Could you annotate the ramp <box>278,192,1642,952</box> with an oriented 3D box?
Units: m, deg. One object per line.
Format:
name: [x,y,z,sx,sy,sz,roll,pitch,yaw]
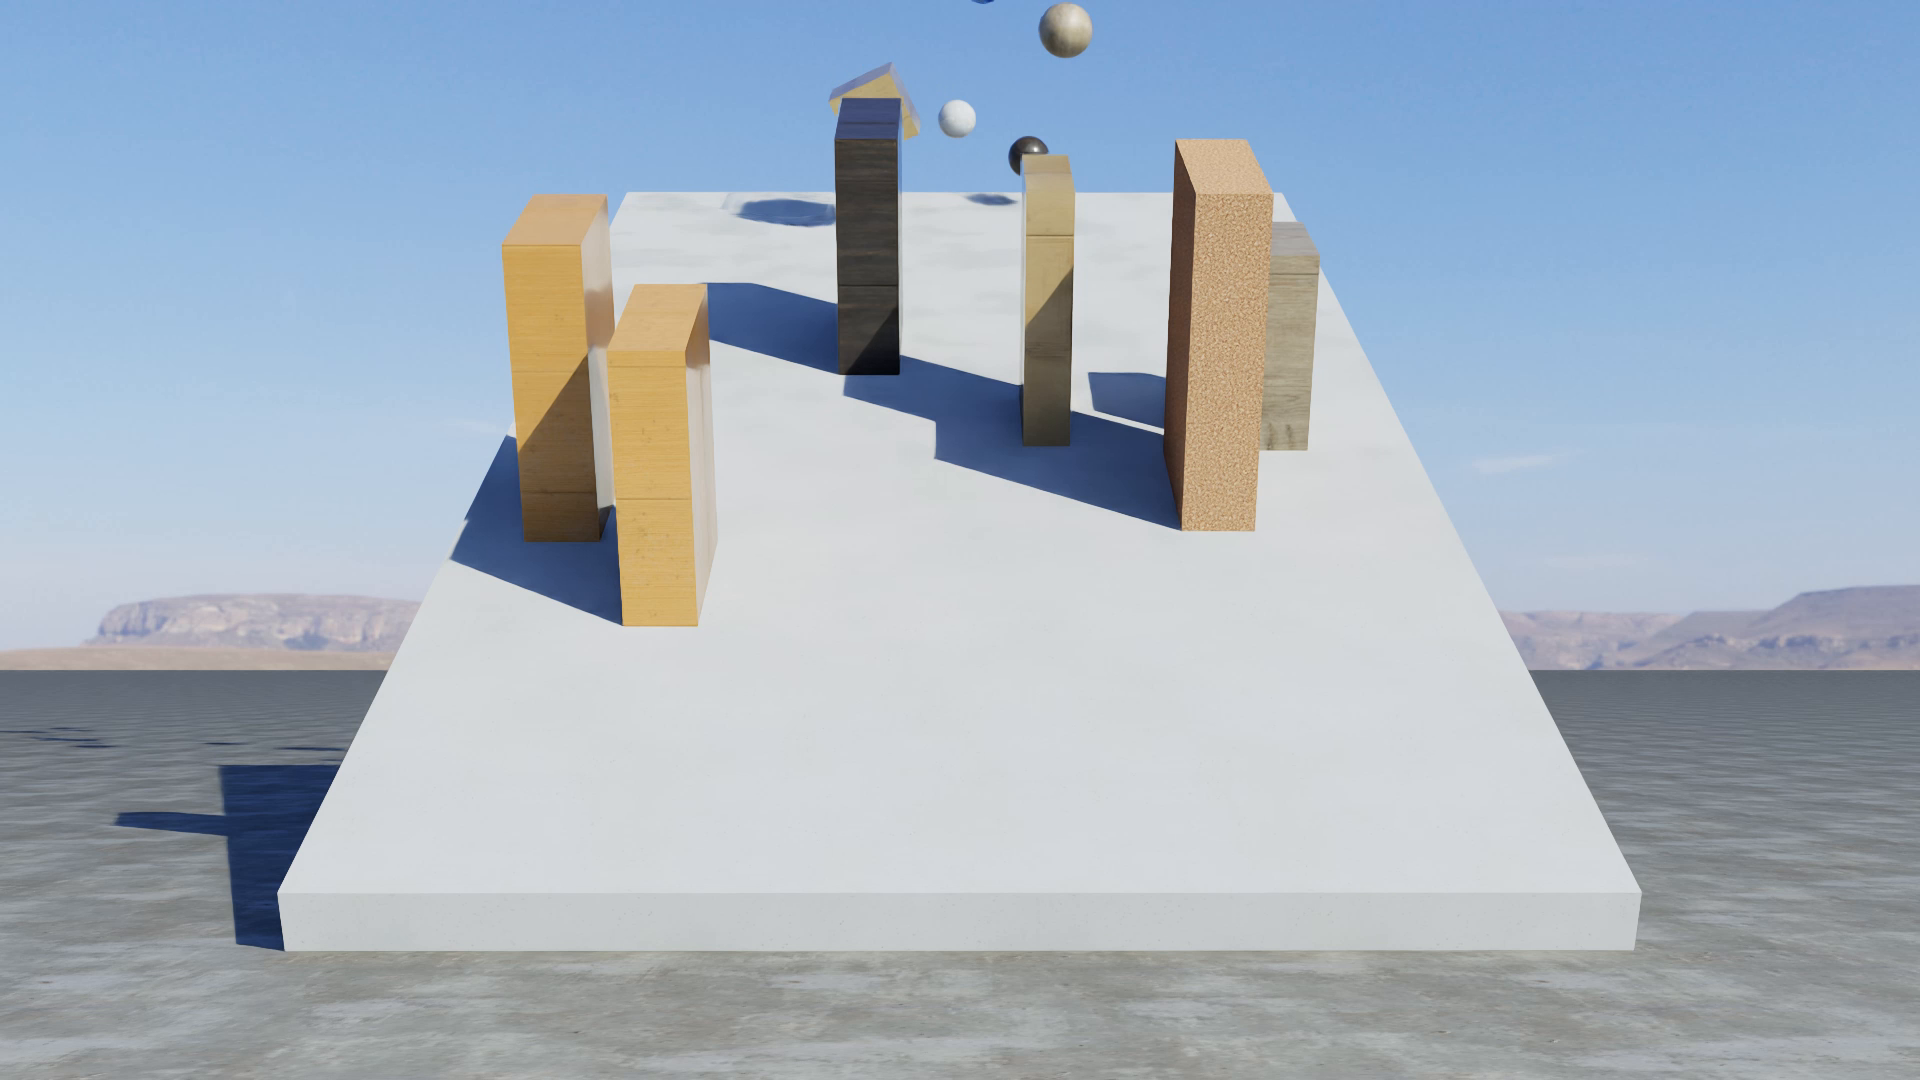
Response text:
ramp: [-0.007,-0.226,5.250,2.000,0.100,4.000,0,23,0]

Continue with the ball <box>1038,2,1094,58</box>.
ball: [0.322,-1.552,7.050,0.168,0.168,0.168,0,-3,0]

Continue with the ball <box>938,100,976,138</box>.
ball: [-0.009,-1.258,6.920,0.115,0.115,0.115,0,-3,0]

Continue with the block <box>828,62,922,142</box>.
block: [-0.238,-1.208,6.525,0.189,0.189,0.189,-23,19,10]

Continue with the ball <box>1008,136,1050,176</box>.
ball: [0.204,-1.133,6.846,0.123,0.123,0.123,0,-3,0]

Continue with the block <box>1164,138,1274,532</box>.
block: [0.517,-0.422,4.705,0.147,0.692,0.440,0,23,0]

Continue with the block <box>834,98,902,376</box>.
block: [-0.216,-0.738,5.592,0.145,0.570,0.425,0,23,0]

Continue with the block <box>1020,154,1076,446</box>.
block: [0.189,-0.531,5.110,0.102,0.571,0.319,0,23,0]

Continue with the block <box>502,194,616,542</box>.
block: [-0.788,-0.348,4.634,0.149,0.608,0.368,0,23,0]

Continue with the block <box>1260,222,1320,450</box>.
block: [0.690,-0.450,5.091,0.137,0.440,0.267,0,23,0]

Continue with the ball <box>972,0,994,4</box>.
ball: [0.065,-1.599,6.589,0.141,0.141,0.141,0,-3,0]

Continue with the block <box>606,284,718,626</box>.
block: [-0.547,-0.163,4.305,0.136,0.529,0.398,0,23,0]
